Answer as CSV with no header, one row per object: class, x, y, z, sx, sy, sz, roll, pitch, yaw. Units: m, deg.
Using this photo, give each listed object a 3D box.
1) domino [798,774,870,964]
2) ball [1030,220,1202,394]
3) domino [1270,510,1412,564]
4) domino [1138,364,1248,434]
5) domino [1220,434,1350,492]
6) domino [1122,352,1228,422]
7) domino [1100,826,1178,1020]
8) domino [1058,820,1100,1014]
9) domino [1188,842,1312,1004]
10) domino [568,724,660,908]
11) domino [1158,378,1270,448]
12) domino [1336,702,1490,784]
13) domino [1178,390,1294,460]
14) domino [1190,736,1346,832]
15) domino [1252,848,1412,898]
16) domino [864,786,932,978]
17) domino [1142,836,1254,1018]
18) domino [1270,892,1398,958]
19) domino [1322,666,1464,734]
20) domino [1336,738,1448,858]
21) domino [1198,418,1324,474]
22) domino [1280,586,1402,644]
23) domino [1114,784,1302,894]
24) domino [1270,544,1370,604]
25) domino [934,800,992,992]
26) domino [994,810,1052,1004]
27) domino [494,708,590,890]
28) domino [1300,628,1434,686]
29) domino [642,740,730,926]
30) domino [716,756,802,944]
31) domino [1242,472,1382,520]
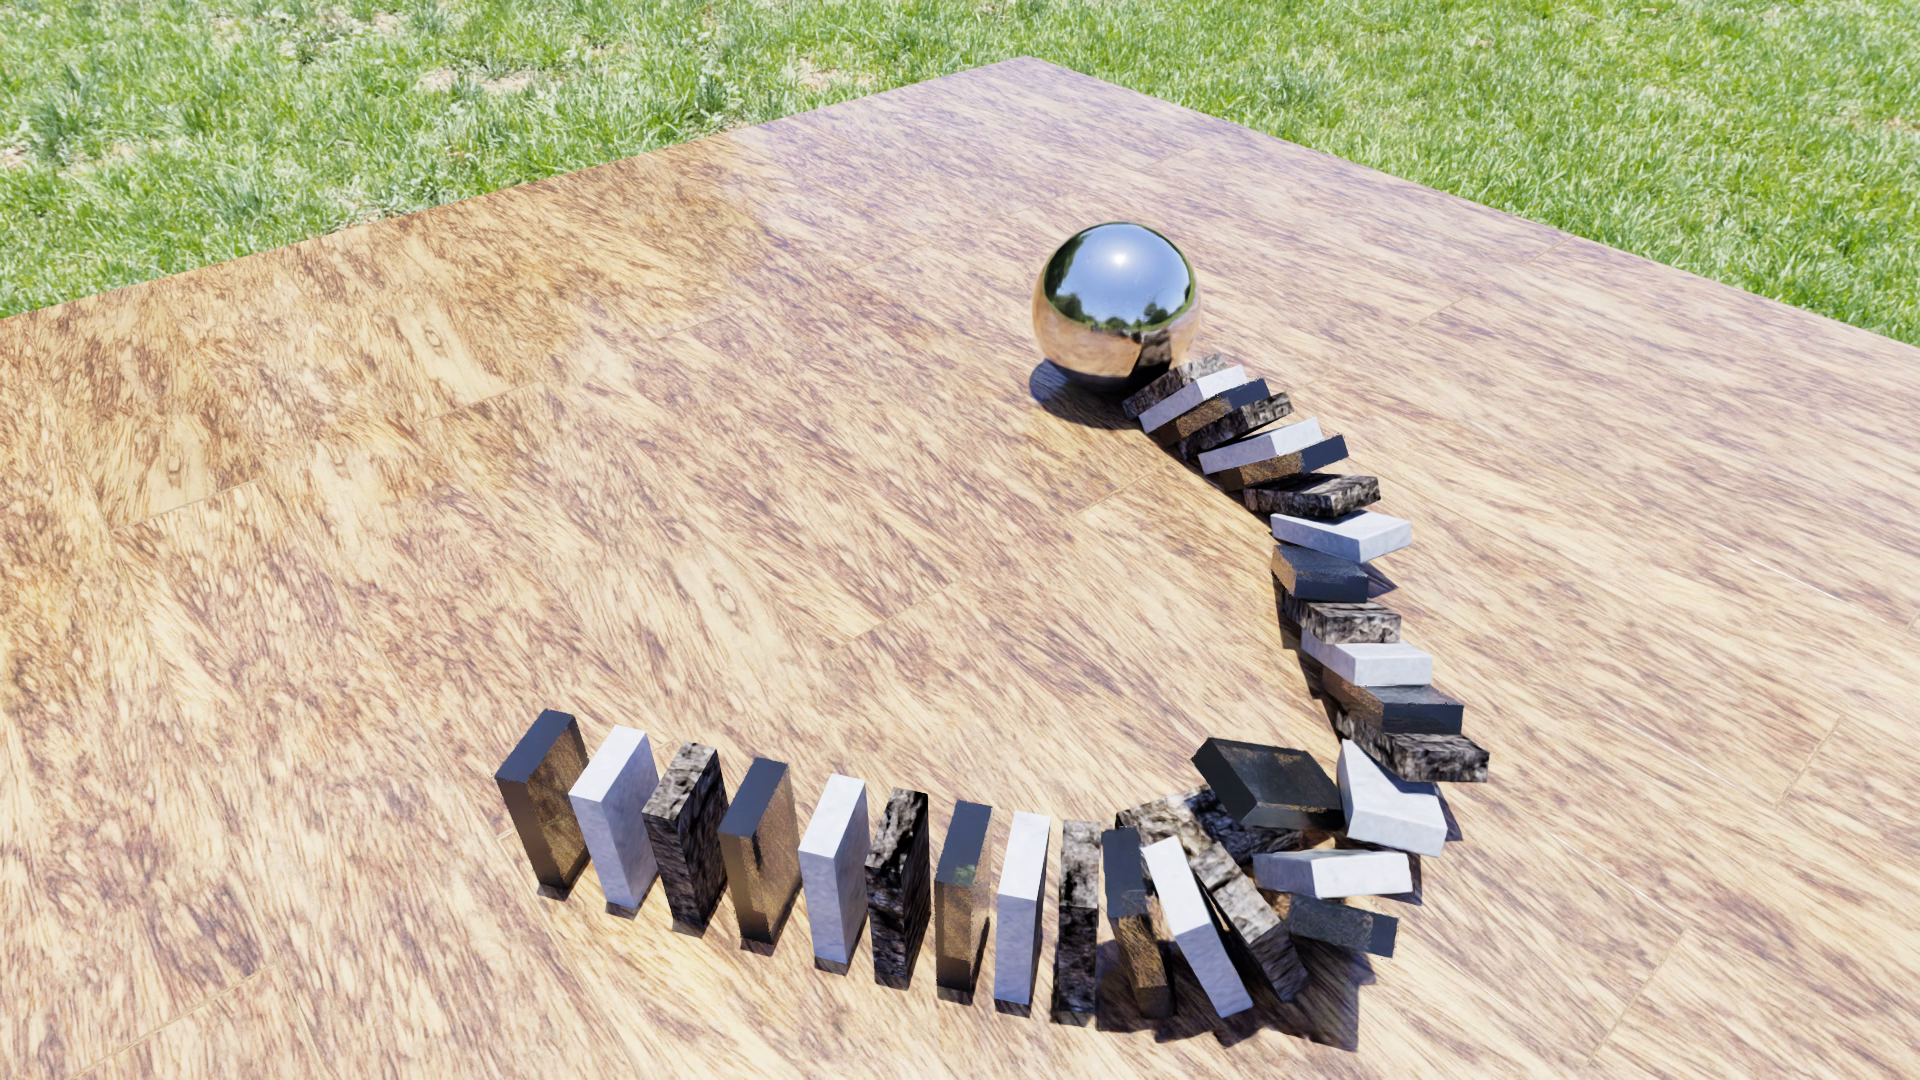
domino,-0.033,0.090,0.301,0.010,0.050,0.025,10,40,11
ball,0.074,-0.110,0.522,0.080,0.080,0.080,0,39,0
domino,0.149,-0.004,0.433,0.025,0.010,0.050,-17,18,-20
domino,0.104,-0.063,0.493,0.025,0.050,0.010,-20,86,-23
domino,0.134,-0.032,0.458,0.025,0.009,0.050,-20,3,-24
domino,0.097,-0.070,0.502,0.025,0.050,0.009,-20,86,-23
domino,0.047,0.101,0.288,0.010,0.050,0.025,-11,38,11
domino,0.031,0.100,0.289,0.010,0.050,0.025,2,39,8
domino,0.077,0.101,0.289,0.010,0.050,0.025,-35,46,-2
domino,-0.095,0.080,0.314,0.010,0.050,0.025,10,40,12
domino,0.111,-0.056,0.485,0.025,0.050,0.009,-20,86,-23
domino,0.141,0.063,0.346,0.025,0.009,0.050,2,8,-4
domino,0.119,-0.049,0.477,0.025,0.050,0.009,-20,86,-23
domino,0.095,0.074,0.332,0.050,0.010,0.025,14,29,-37
domino,0.101,0.091,0.303,0.025,0.050,0.009,-3,76,-4
domino,-0.016,0.093,0.298,0.009,0.050,0.025,9,40,11
domino,0.063,0.102,0.287,0.009,0.050,0.025,-24,40,7
domino,0.097,0.101,0.291,0.025,0.050,0.009,11,75,13
domino,0.140,0.051,0.361,0.025,0.010,0.050,2,8,-3
domino,0.130,0.077,0.333,0.025,0.009,0.050,11,15,13
domino,0.127,-0.040,0.468,0.025,0.009,0.050,-20,3,-23
domino,0.135,0.026,0.393,0.025,0.010,0.050,-1,9,-1
domino,0.075,0.089,0.335,0.050,0.009,0.025,-13,41,-16
domino,0.133,0.012,0.411,0.025,0.010,0.050,5,11,6
domino,0.001,0.096,0.294,0.009,0.050,0.025,8,40,10
domino,0.016,0.098,0.292,0.009,0.050,0.025,8,40,9
domino,-0.117,0.076,0.319,0.009,0.050,0.025,10,40,12
domino,0.138,0.038,0.377,0.025,0.010,0.050,-1,8,-2
domino,-0.075,0.083,0.310,0.010,0.050,0.025,10,40,12
domino,-0.054,0.087,0.306,0.010,0.050,0.025,10,40,12
domino,0.142,-0.019,0.448,0.025,0.009,0.050,-20,14,-23
